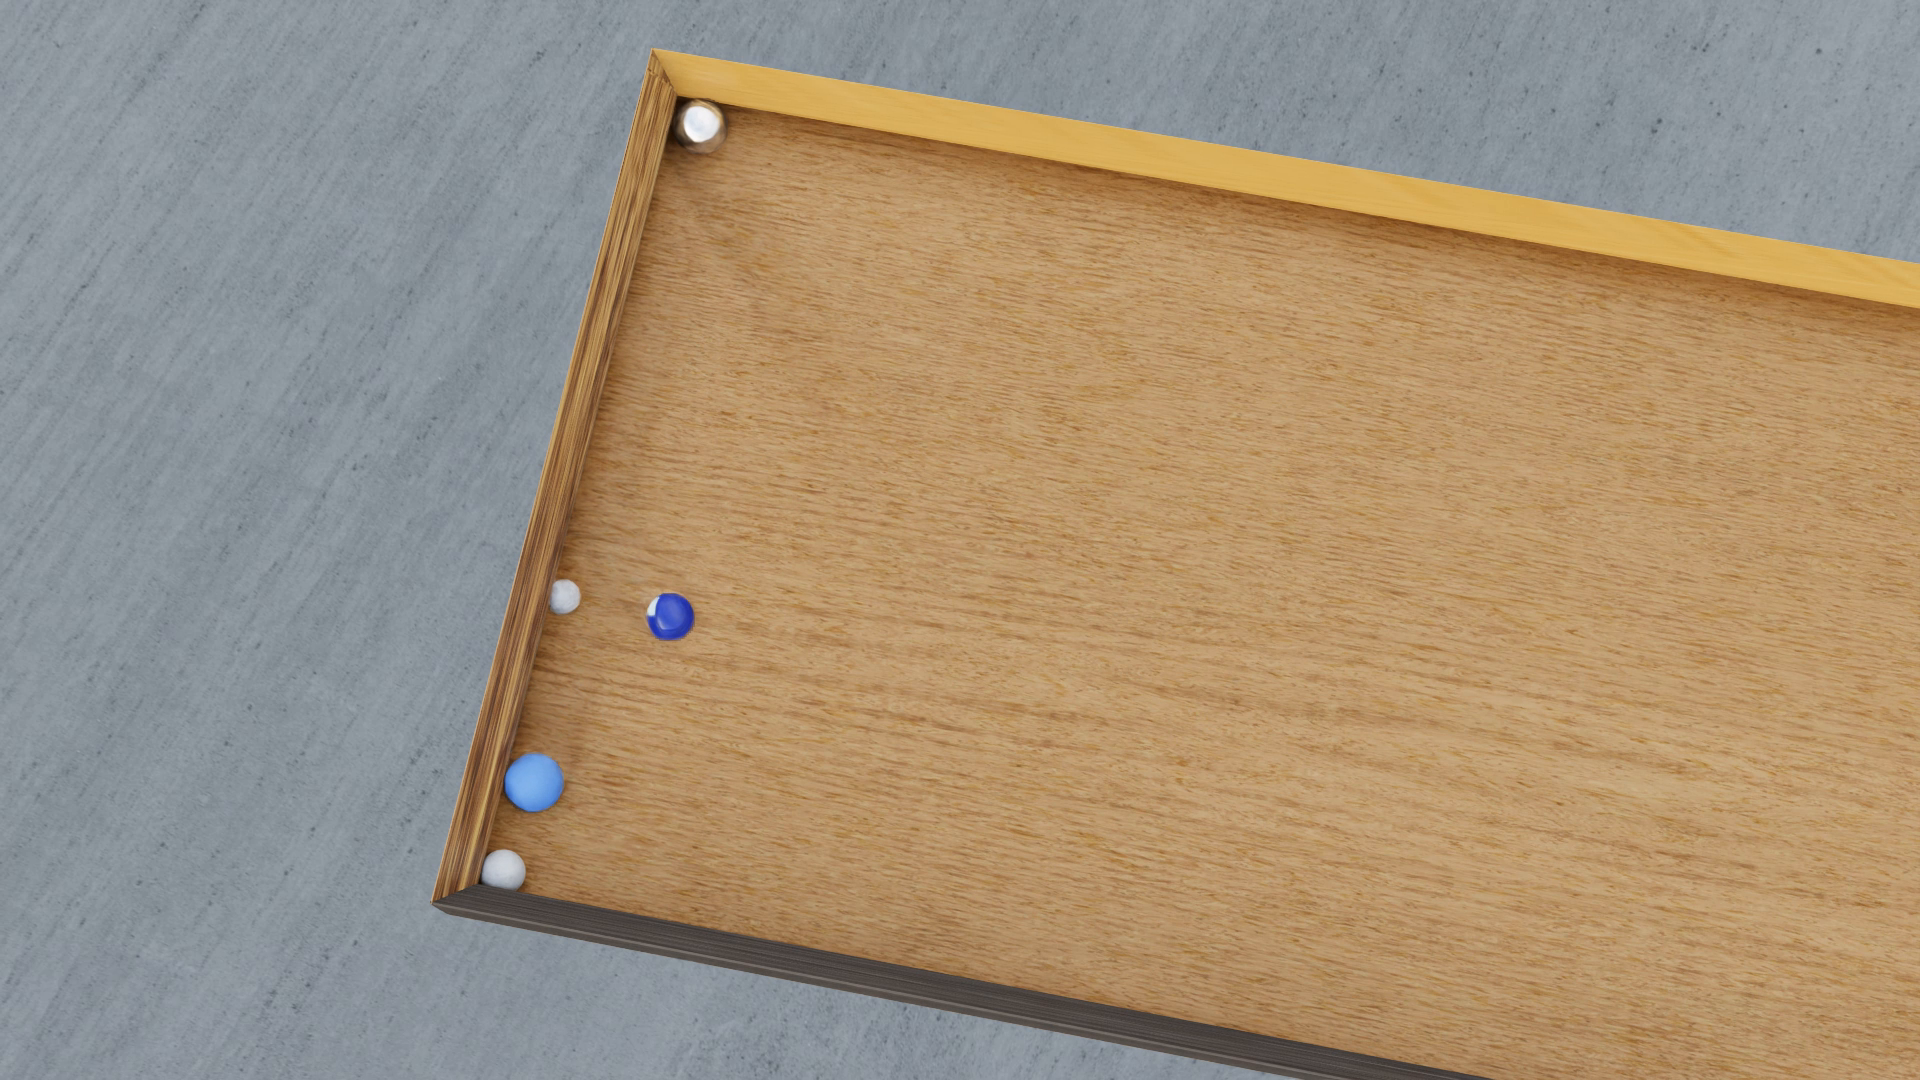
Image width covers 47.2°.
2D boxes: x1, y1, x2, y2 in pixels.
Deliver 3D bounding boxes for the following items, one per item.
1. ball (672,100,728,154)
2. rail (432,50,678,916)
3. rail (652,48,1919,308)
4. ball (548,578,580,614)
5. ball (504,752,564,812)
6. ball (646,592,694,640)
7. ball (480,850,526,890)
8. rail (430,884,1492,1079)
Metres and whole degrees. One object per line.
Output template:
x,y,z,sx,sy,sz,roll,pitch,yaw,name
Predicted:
-0.423,-0.672,3.577,0.089,0.089,0.089,0,73,0,ball
-0.603,-0.116,3.392,0.045,0.116,1.396,10,73,3,rail
0.752,-0.527,3.517,2.551,0.116,0.045,10,73,3,rail
-0.607,0.086,3.364,0.053,0.053,0.053,0,73,0,ball
-0.632,0.359,3.263,0.086,0.086,0.086,0,73,0,ball
-0.441,0.116,3.345,0.072,0.072,0.072,0,73,0,ball
-0.673,0.489,3.234,0.067,0.067,0.067,0,73,0,ball
0.501,0.741,3.130,2.551,0.116,0.045,10,73,3,rail
